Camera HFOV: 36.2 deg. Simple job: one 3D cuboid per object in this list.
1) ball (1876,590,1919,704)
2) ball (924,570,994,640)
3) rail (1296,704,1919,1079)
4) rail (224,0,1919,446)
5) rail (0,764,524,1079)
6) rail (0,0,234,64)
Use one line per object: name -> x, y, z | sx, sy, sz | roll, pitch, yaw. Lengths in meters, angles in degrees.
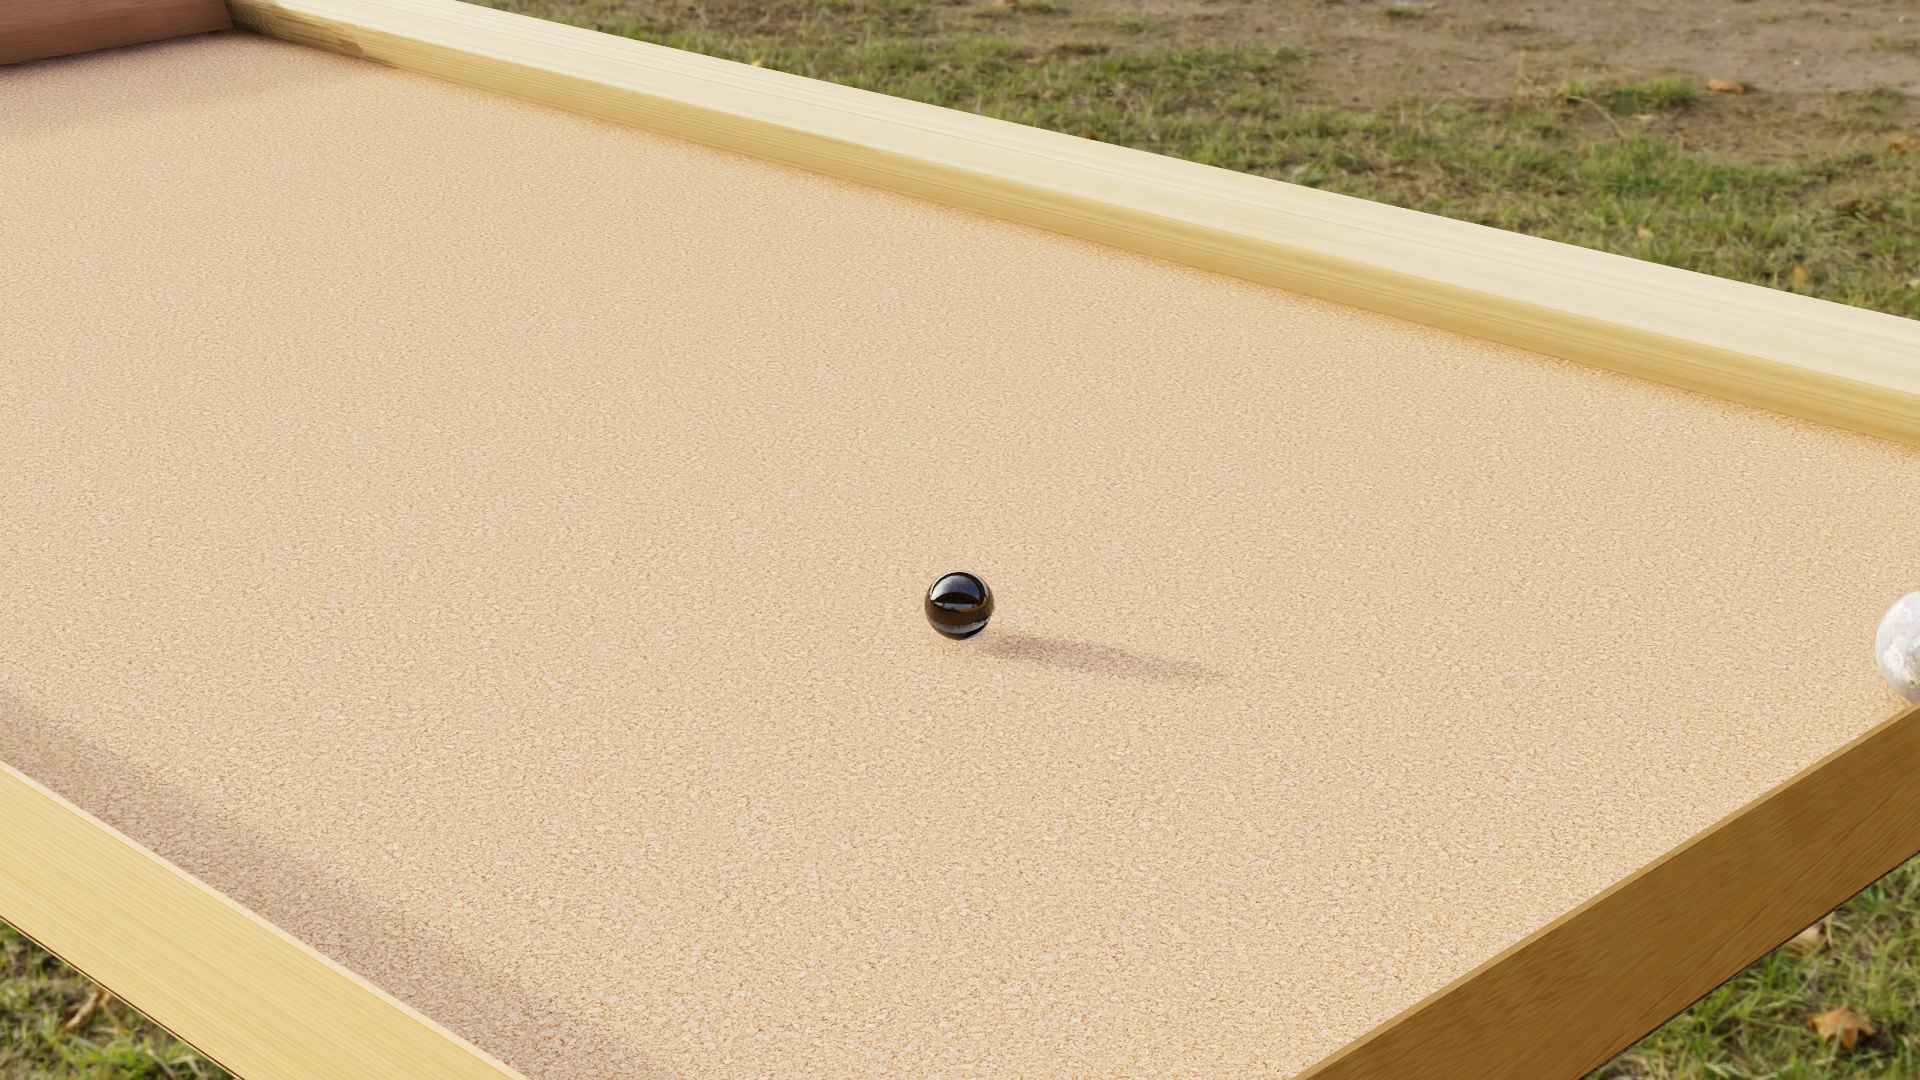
ball -> 0.791, 0.087, 2.376 | 0.099, 0.099, 0.099 | 0, 21, 0
ball -> -0.001, 0.055, 2.511 | 0.060, 0.060, 0.060 | 0, 21, 0
rail -> 0.614, 0.187, 2.071 | 0.045, 0.128, 1.867 | 19, 28, 41
rail -> 0.007, -0.485, 3.820 | 3.540, 0.128, 0.045 | 19, 28, 41
rail -> -1.269, -0.020, 2.609 | 3.540, 0.128, 0.045 | 19, 28, 41
rail -> -1.875, -0.691, 4.358 | 0.045, 0.128, 1.867 | 19, 28, 41
